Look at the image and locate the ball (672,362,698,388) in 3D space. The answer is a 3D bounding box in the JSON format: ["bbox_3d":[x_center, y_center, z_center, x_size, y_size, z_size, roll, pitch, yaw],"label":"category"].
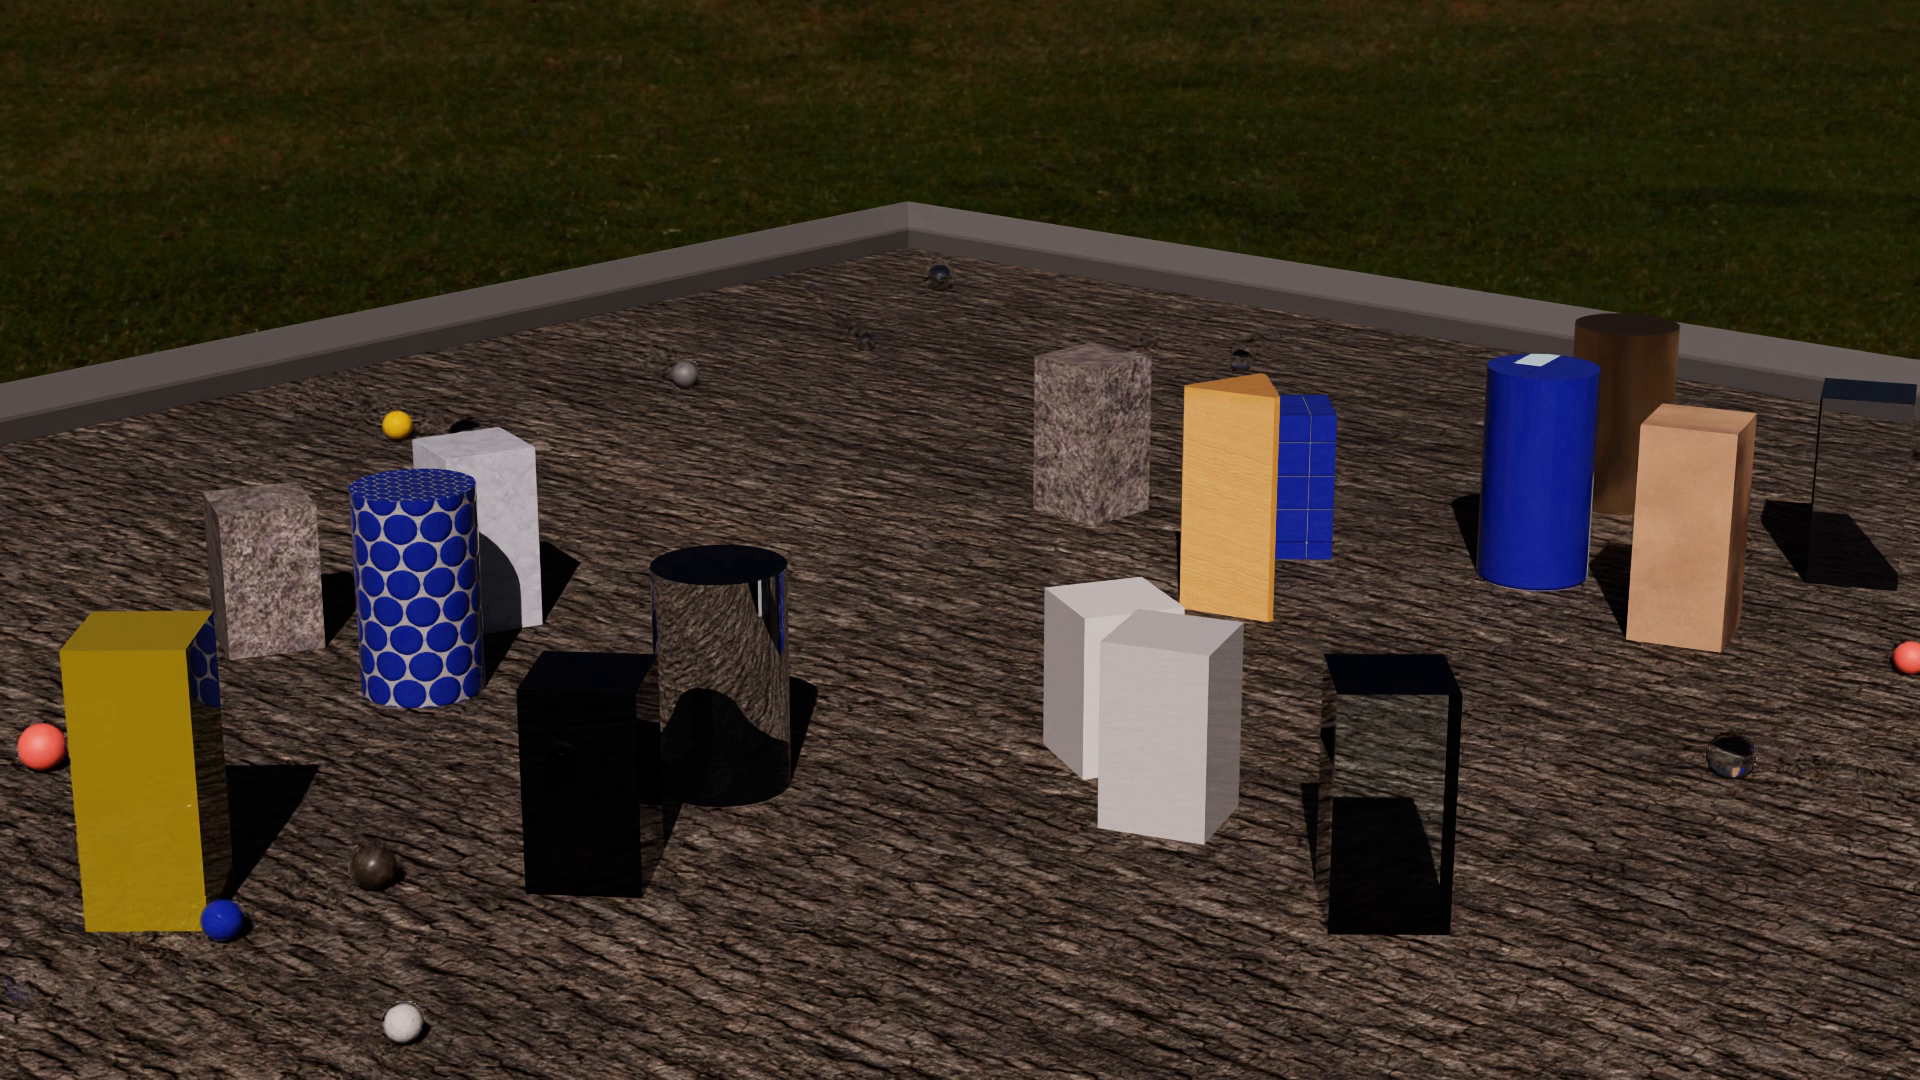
[{"bbox_3d":[-0.616,-0.370,6.570,0.061,0.061,0.061,0,17,0],"label":"ball"}]

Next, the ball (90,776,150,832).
[{"bbox_3d":[-1.172,0.369,4.091,0.078,0.078,0.078,0,17,0],"label":"ball"}]

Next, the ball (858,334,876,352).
[{"bbox_3d":[-0.222,-0.467,6.927,0.042,0.042,0.042,0,17,0],"label":"ball"}]

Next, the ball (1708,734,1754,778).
[{"bbox_3d":[1.128,0.317,4.287,0.065,0.065,0.065,0,17,0],"label":"ball"}]

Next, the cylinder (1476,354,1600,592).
[{"bbox_3d":[1.022,-0.121,5.190,0.196,0.382,0.196,0,17,0],"label":"cylinder"}]

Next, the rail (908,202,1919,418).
[{"bbox_3d":[1.479,-0.460,6.751,4.344,0.127,0.045,14,22,39],"label":"rail"}]

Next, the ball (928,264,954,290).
[{"bbox_3d":[-0.051,-0.678,7.581,0.068,0.068,0.068,0,17,0],"label":"ball"}]

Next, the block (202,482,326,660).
[{"bbox_3d":[-1.154,0.049,4.862,0.157,0.245,0.157,-7,18,-22],"label":"block"}]

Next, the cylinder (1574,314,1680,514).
[{"bbox_3d":[1.275,-0.244,5.652,0.196,0.351,0.196,0,17,0],"label":"cylinder"}]

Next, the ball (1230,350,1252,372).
[{"bbox_3d":[0.644,-0.412,6.730,0.050,0.050,0.050,0,17,0],"label":"ball"}]

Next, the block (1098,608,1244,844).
[{"bbox_3d":[0.296,0.260,4.112,0.157,0.276,0.157,7,18,22],"label":"block"}]

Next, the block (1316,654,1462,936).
[{"bbox_3d":[0.552,0.328,3.795,0.157,0.327,0.157,0,17,1],"label":"block"}]

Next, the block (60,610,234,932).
[{"bbox_3d":[-1.049,0.298,3.797,0.157,0.383,0.157,0,17,-1],"label":"block"}]

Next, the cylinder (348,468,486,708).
[{"bbox_3d":[-0.855,0.074,4.625,0.196,0.334,0.196,0,17,0],"label":"cylinder"}]

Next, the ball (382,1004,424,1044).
[{"bbox_3d":[-0.659,0.572,3.470,0.047,0.047,0.047,0,17,0],"label":"ball"}]

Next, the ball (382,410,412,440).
[{"bbox_3d":[-1.177,-0.240,6.136,0.063,0.063,0.063,0,17,0],"label":"ball"}]

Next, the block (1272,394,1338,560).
[{"bbox_3d":[0.598,-0.117,5.371,0.157,0.269,0.157,0,17,0],"label":"block"}]

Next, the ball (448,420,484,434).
[{"bbox_3d":[-1.010,-0.207,6.000,0.080,0.080,0.080,0,17,0],"label":"ball"}]

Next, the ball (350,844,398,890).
[{"bbox_3d":[-0.779,0.435,3.902,0.061,0.061,0.061,0,17,0],"label":"ball"}]

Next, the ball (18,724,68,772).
[{"bbox_3d":[-1.351,0.305,4.317,0.070,0.070,0.070,0,17,0],"label":"ball"}]

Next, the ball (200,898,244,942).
[{"bbox_3d":[-0.943,0.485,3.746,0.055,0.055,0.055,0,17,0],"label":"ball"}]

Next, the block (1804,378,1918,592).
[{"bbox_3d":[1.597,-0.100,5.197,0.157,0.337,0.157,6,18,18],"label":"block"}]

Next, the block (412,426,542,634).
[{"bbox_3d":[-0.816,-0.014,4.958,0.157,0.311,0.157,-10,19,-29],"label":"block"}]

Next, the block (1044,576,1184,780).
[{"bbox_3d":[0.226,0.203,4.348,0.157,0.248,0.157,-6,18,-19],"label":"block"}]

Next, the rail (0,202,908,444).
[{"bbox_3d":[-1.622,-0.375,6.469,0.045,0.127,4.558,14,22,39],"label":"rail"}]

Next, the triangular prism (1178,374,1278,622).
[{"bbox_3d":[0.487,-0.079,5.033,0.170,0.393,0.147,9,19,26],"label":"triangular prism"}]

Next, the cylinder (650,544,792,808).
[{"bbox_3d":[-0.344,0.194,4.231,0.196,0.332,0.196,0,17,0],"label":"cylinder"}]

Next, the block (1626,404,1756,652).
[{"bbox_3d":[1.217,-0.022,4.881,0.157,0.371,0.157,8,18,24],"label":"block"}]

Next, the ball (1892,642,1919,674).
[{"bbox_3d":[1.531,0.190,4.725,0.054,0.054,0.054,0,17,0],"label":"ball"}]

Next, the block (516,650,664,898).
[{"bbox_3d":[-0.492,0.312,3.918,0.157,0.287,0.157,1,17,5],"label":"block"}]

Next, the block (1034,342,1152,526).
[{"bbox_3d":[0.252,-0.204,5.602,0.157,0.303,0.157,16,23,43],"label":"block"}]
